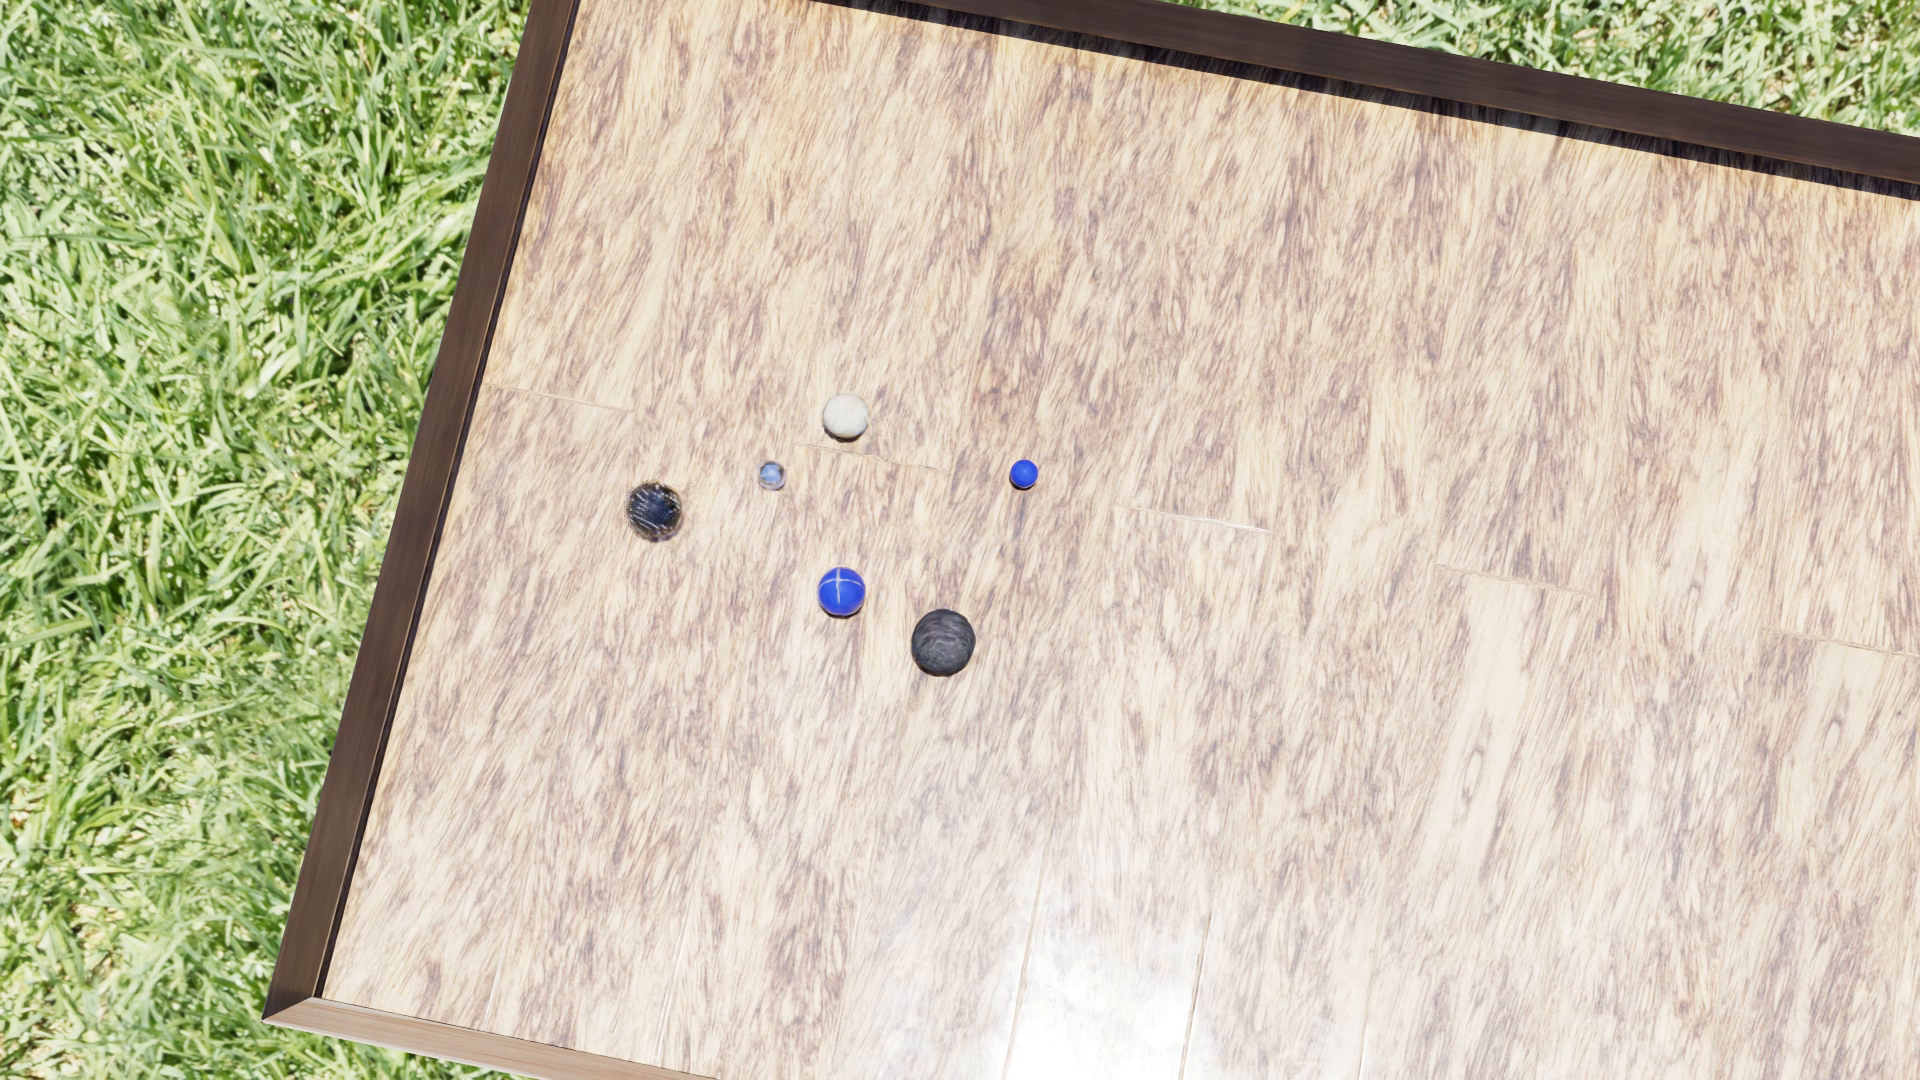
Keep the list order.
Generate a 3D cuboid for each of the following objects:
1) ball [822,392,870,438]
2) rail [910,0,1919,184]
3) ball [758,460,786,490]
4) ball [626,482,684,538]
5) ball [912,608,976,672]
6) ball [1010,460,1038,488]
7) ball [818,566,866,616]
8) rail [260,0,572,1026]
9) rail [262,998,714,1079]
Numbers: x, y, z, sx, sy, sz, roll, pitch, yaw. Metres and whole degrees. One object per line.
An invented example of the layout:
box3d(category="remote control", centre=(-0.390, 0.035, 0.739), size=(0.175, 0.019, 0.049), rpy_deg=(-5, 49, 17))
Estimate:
box3d(category="ball", centre=(-0.175, -0.191, 3.373), size=(0.071, 0.071, 0.071), rpy_deg=(0, 76, 0))
box3d(category="rail", centre=(0.974, -0.679, 3.463), size=(3.287, 0.124, 0.045), rpy_deg=(11, 77, 3))
box3d(category="ball", centre=(-0.288, -0.100, 3.364), size=(0.045, 0.045, 0.045), rpy_deg=(0, 76, 0))
box3d(category="ball", centre=(-0.462, -0.046, 3.330), size=(0.086, 0.086, 0.086), rpy_deg=(0, 76, 0))
box3d(category="ball", centre=(-0.024, 0.150, 3.278), size=(0.095, 0.095, 0.095), rpy_deg=(0, 76, 0))
box3d(category="ball", centre=(0.098, -0.102, 3.365), size=(0.044, 0.044, 0.044), rpy_deg=(0, 76, 0))
box3d(category="ball", centre=(-0.178, 0.077, 3.306), size=(0.074, 0.074, 0.074), rpy_deg=(0, 76, 0))
box3d(category="rail", centre=(-0.783, -0.157, 3.336), size=(0.045, 0.124, 1.782), rpy_deg=(11, 77, 3))
box3d(category="rail", centre=(0.638, 0.975, 3.063), size=(3.287, 0.124, 0.045), rpy_deg=(11, 77, 3))
